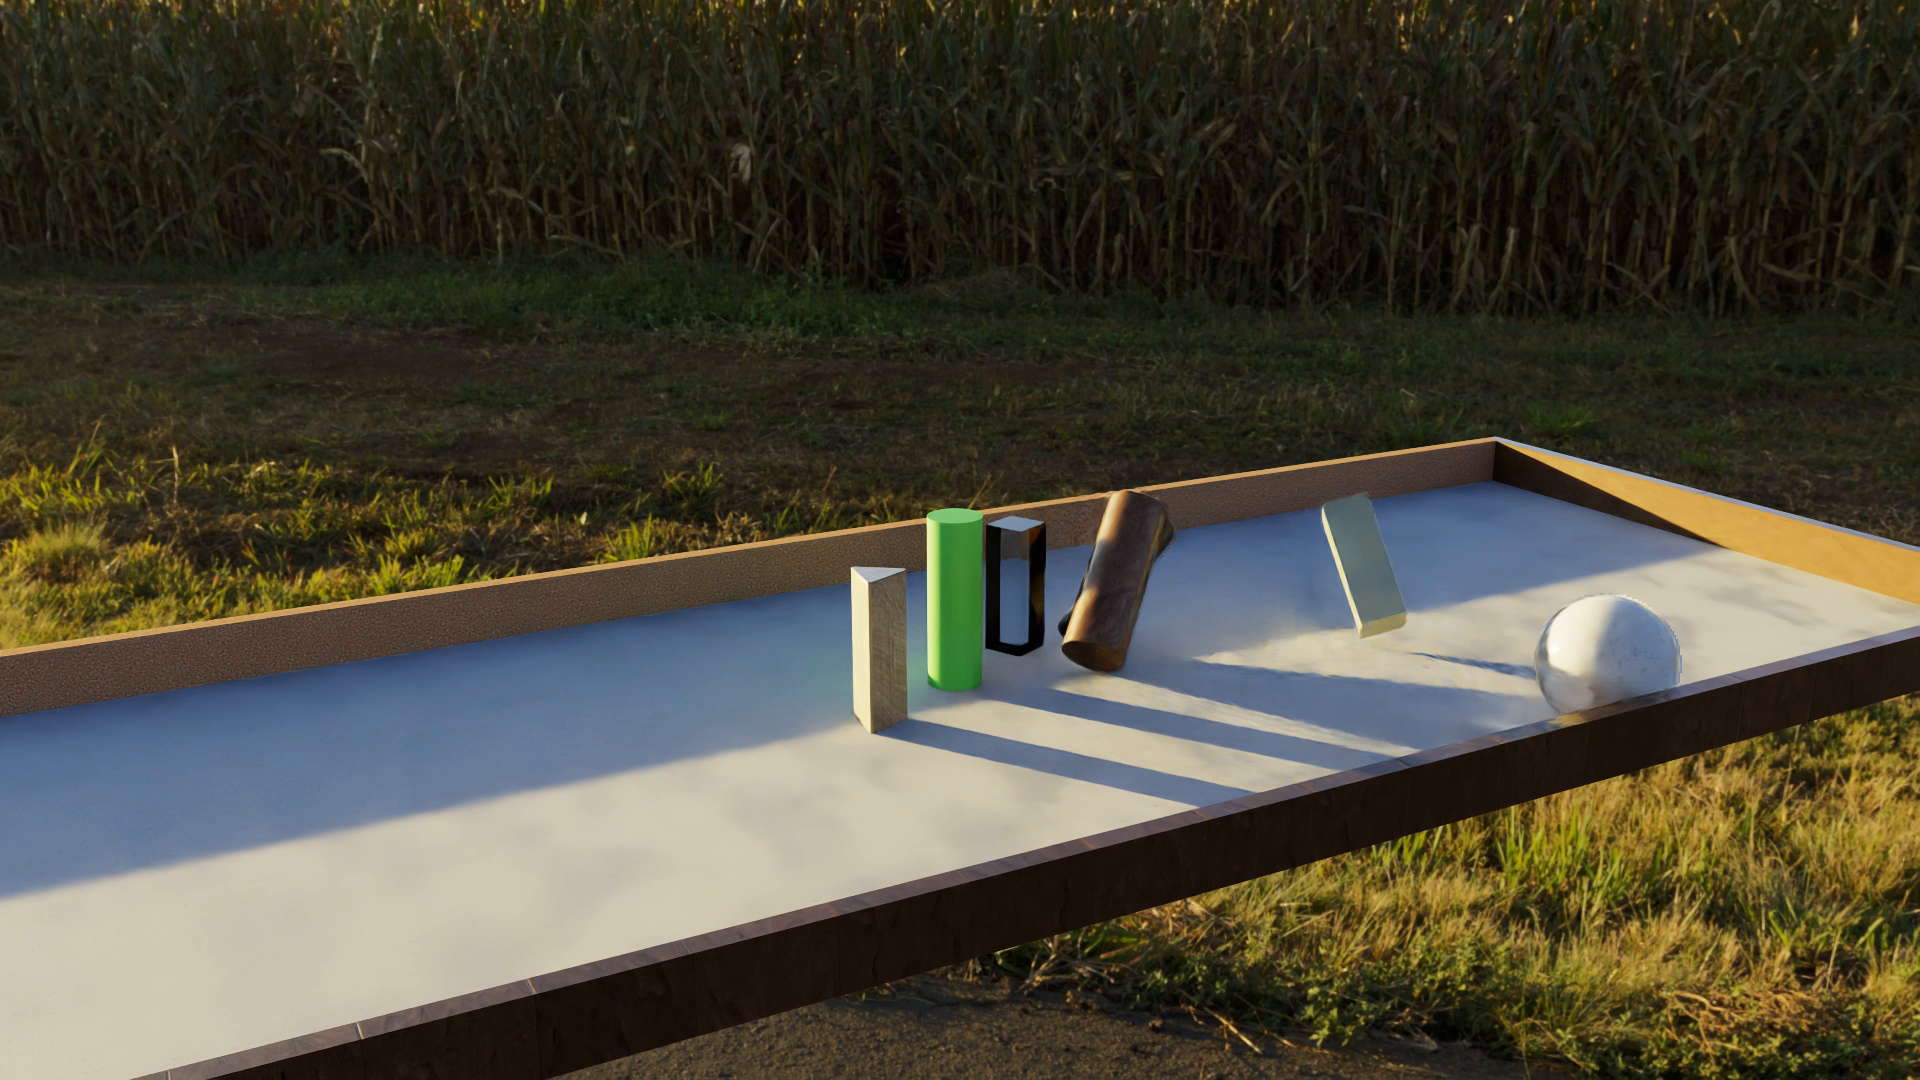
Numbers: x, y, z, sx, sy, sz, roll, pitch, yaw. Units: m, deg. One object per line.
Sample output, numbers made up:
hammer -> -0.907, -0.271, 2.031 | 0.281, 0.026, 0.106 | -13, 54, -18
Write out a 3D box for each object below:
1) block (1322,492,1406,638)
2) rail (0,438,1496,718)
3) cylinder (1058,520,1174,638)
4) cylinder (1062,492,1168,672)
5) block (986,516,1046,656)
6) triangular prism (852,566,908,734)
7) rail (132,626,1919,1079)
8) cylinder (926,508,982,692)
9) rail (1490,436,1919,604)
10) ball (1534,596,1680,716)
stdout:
block -> 1.080, 0.068, 4.418 | 0.119, 0.355, 0.119 | -15, -25, 6
rail -> -3.305, 0.497, 3.399 | 12.000, 0.150, 0.050 | -9, 18, -27
cylinder -> 0.425, 0.106, 4.449 | 0.107, 0.107, 0.437 | 13, 50, 38
cylinder -> 0.400, 0.105, 4.245 | 0.162, 0.162, 0.445 | 8, 62, 24
block -> 0.146, 0.120, 4.341 | 0.112, 0.341, 0.112 | 12, 20, 36
triangular prism -> -0.208, 0.249, 3.853 | 0.110, 0.369, 0.126 | 12, 20, 36
rail -> -2.336, 1.006, 1.665 | 12.000, 0.150, 0.050 | -9, 18, -27
cylinder -> -0.012, 0.148, 4.086 | 0.137, 0.432, 0.137 | 0, 16, 0
rail -> 2.466, -0.048, 5.253 | 0.050, 0.150, 2.100 | -9, 18, -27
ball -> 1.491, 0.284, 3.807 | 0.313, 0.313, 0.313 | 0, 16, 0
